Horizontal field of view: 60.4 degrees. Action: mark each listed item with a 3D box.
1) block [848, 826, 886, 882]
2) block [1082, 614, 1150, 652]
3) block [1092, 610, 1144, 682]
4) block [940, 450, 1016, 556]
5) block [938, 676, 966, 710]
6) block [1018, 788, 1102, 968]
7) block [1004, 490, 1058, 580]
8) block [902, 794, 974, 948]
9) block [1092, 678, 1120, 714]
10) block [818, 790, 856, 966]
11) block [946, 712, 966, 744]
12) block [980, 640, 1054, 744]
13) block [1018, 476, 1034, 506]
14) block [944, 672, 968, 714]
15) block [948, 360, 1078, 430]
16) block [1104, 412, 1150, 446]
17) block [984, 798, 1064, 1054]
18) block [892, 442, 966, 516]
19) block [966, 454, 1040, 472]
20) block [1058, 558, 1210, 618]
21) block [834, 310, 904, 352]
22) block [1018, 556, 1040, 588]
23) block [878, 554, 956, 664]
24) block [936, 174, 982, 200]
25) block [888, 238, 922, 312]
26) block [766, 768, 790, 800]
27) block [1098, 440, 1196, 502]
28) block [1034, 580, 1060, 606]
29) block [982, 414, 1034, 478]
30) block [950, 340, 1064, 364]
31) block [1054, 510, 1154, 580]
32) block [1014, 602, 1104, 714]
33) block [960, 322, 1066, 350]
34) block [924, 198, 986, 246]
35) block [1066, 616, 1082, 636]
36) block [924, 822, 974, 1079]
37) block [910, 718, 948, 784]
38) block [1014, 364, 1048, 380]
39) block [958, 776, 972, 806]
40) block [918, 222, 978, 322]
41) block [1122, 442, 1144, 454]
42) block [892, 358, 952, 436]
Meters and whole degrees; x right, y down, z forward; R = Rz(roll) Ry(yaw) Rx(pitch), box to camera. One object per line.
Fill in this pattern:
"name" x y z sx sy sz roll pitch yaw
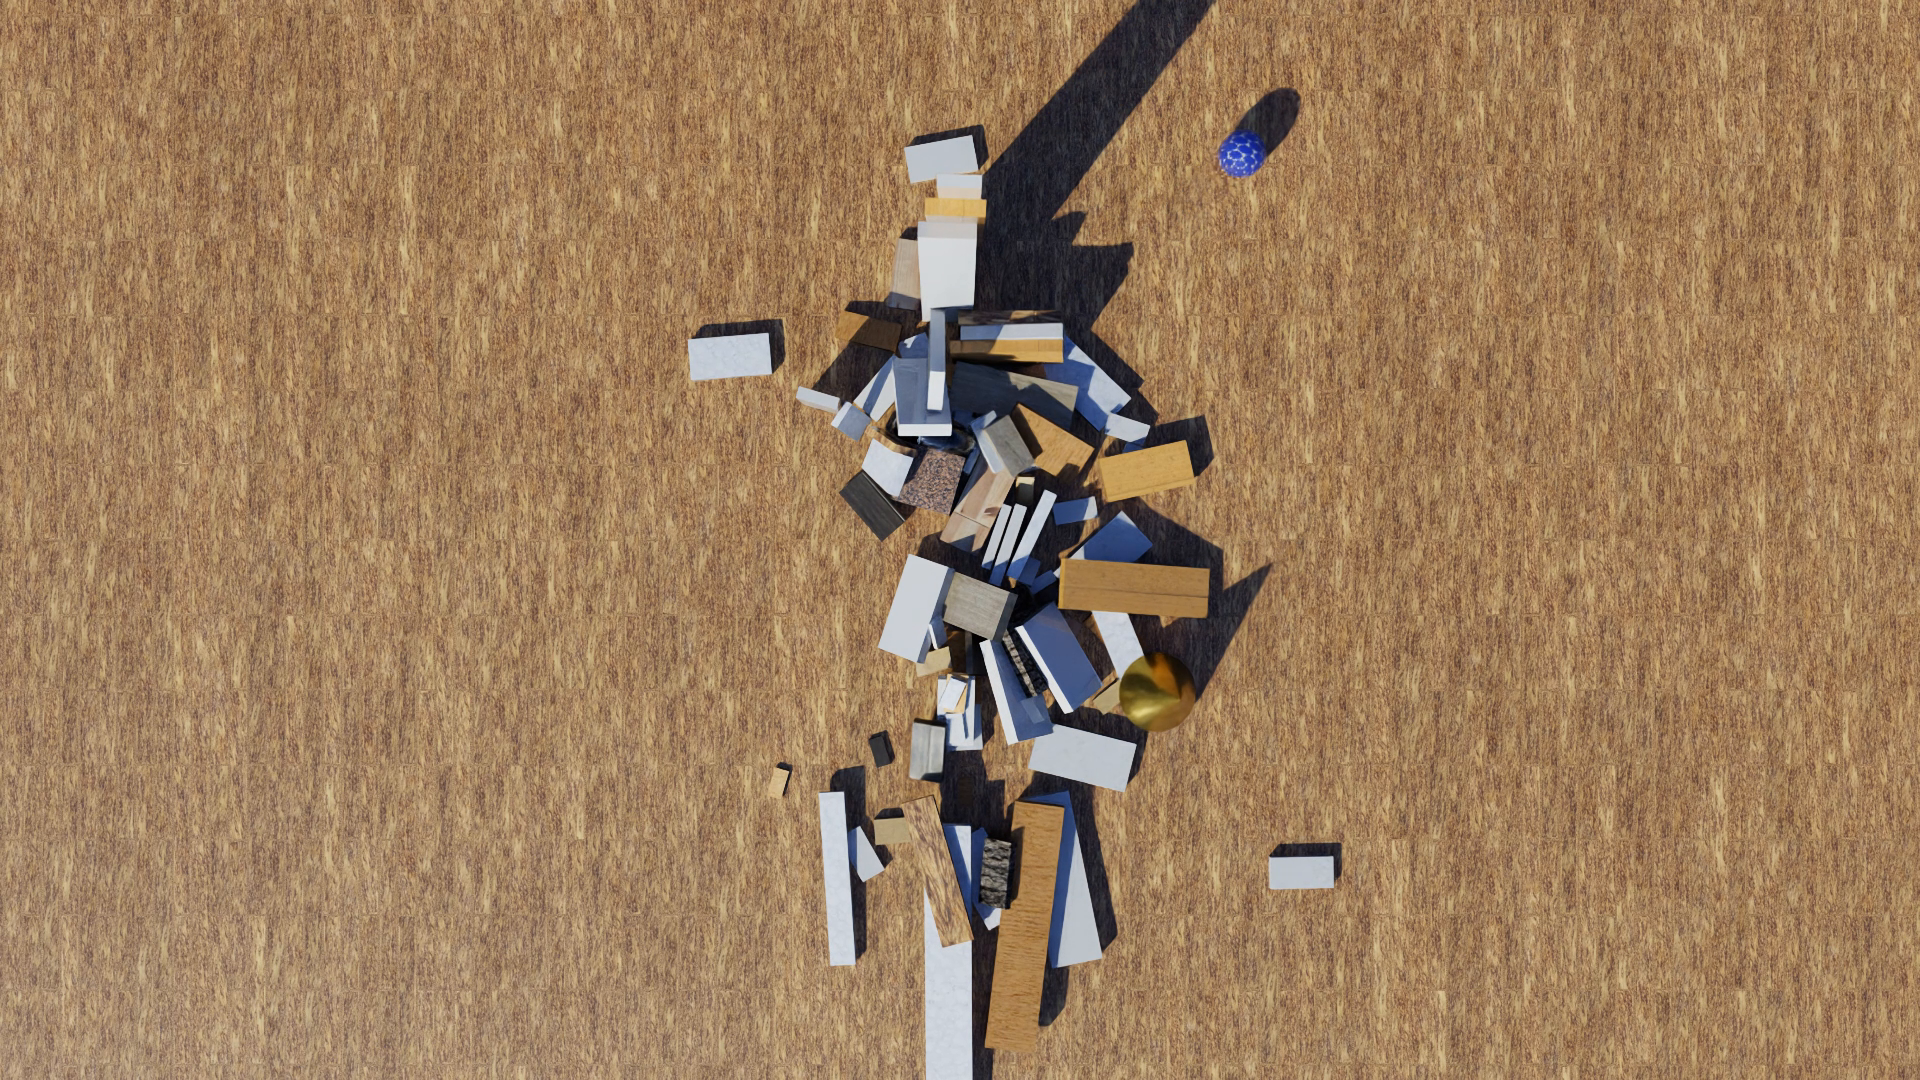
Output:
"block" -0.327 1.043 5.488 0.084 0.024 0.167 -30 90 0
"block" 0.518 0.312 5.485 0.104 0.030 0.209 -45 90 0
"block" 0.547 0.370 5.453 0.104 0.030 0.474 -22 93 -1
"block" 0.065 -0.124 5.452 0.136 0.039 0.330 25 98 -7
"block" -0.025 0.497 5.335 0.053 0.015 0.106 21 110 -8
"block" 0.331 1.123 5.476 0.171 0.049 0.565 -11 90 0
"block" 0.232 -0.016 5.424 0.043 0.153 0.305 25 90 0
"block" -0.072 1.084 5.401 0.108 0.031 0.491 -16 91 5
"block" 0.506 0.521 5.491 0.121 0.017 0.060 -39 90 0
"block" -0.405 1.122 5.471 0.084 0.024 0.578 -3 93 5
"block" -0.014 0.612 5.400 0.053 0.015 0.106 -6 111 2
"block" 0.186 0.485 5.396 0.171 0.049 0.343 -7 77 -44
"block" 0.218 -0.164 5.461 0.050 0.014 0.101 2 114 -1
"block" -0.014 0.495 5.353 0.068 0.019 0.136 5 111 -2
"block" 0.173 -0.472 5.426 0.408 0.043 0.153 12 96 -3
"block" 0.552 -0.367 5.466 0.143 0.020 0.072 17 98 -16
"block" 0.213 1.271 5.430 0.164 0.047 0.816 7 91 2
"block" -0.101 -0.198 5.404 0.192 0.192 0.192 16 90 0
"block" 0.162 -0.279 5.481 0.273 0.039 0.136 -15 90 0
"block" 0.573 0.160 5.417 0.499 0.046 0.164 4 87 -13
"block" -0.302 -0.692 5.472 0.212 0.026 0.092 15 90 8
"block" 0.230 0.105 5.472 0.048 0.014 0.096 23 63 0
"block" -0.143 0.226 5.436 0.164 0.046 0.328 18 90 33
"block" 0.001 -0.979 4.848 0.114 1.306 0.032 2 96 0
"block" -0.168 -0.880 5.484 0.114 0.032 0.229 8 90 0
"block" -0.606 0.810 5.493 0.049 0.014 0.097 17 90 0
"block" 0.617 -0.227 5.459 0.293 0.042 0.147 -12 90 0
"block" 0.299 0.178 5.485 0.096 0.014 0.048 -32 108 1
"block" 0.160 -0.306 5.356 0.092 0.026 0.184 -34 107 -10
"block" 0.154 -0.615 5.392 0.363 0.147 0.042 0 82 5
"block" 0.475 0.062 5.478 0.307 0.043 0.153 -42 90 0
"block" 0.326 0.384 5.415 0.164 0.047 0.328 -35 97 -37
"block" 0.177 -0.660 5.393 0.330 0.165 0.047 -1 82 8
"block" -0.010 -0.953 4.985 0.165 1.031 0.047 2 96 0
"block" 0.353 0.321 5.491 0.060 0.017 0.121 30 90 0
"block" -0.036 1.425 5.451 0.153 0.043 0.978 0 93 4
"block" -0.104 0.694 5.429 0.108 0.031 0.217 9 117 10
"block" 0.234 -0.551 5.462 0.101 0.014 0.050 -9 110 29
"block" 0.017 0.839 5.493 0.049 0.014 0.097 2 90 0
"block" -0.038 -0.812 5.077 0.167 0.849 0.047 2 81 0
"block" 0.607 -0.267 5.490 0.143 0.020 0.072 24 90 0
"block" -0.125 -0.462 5.306 0.167 0.334 0.047 -1 134 -7
